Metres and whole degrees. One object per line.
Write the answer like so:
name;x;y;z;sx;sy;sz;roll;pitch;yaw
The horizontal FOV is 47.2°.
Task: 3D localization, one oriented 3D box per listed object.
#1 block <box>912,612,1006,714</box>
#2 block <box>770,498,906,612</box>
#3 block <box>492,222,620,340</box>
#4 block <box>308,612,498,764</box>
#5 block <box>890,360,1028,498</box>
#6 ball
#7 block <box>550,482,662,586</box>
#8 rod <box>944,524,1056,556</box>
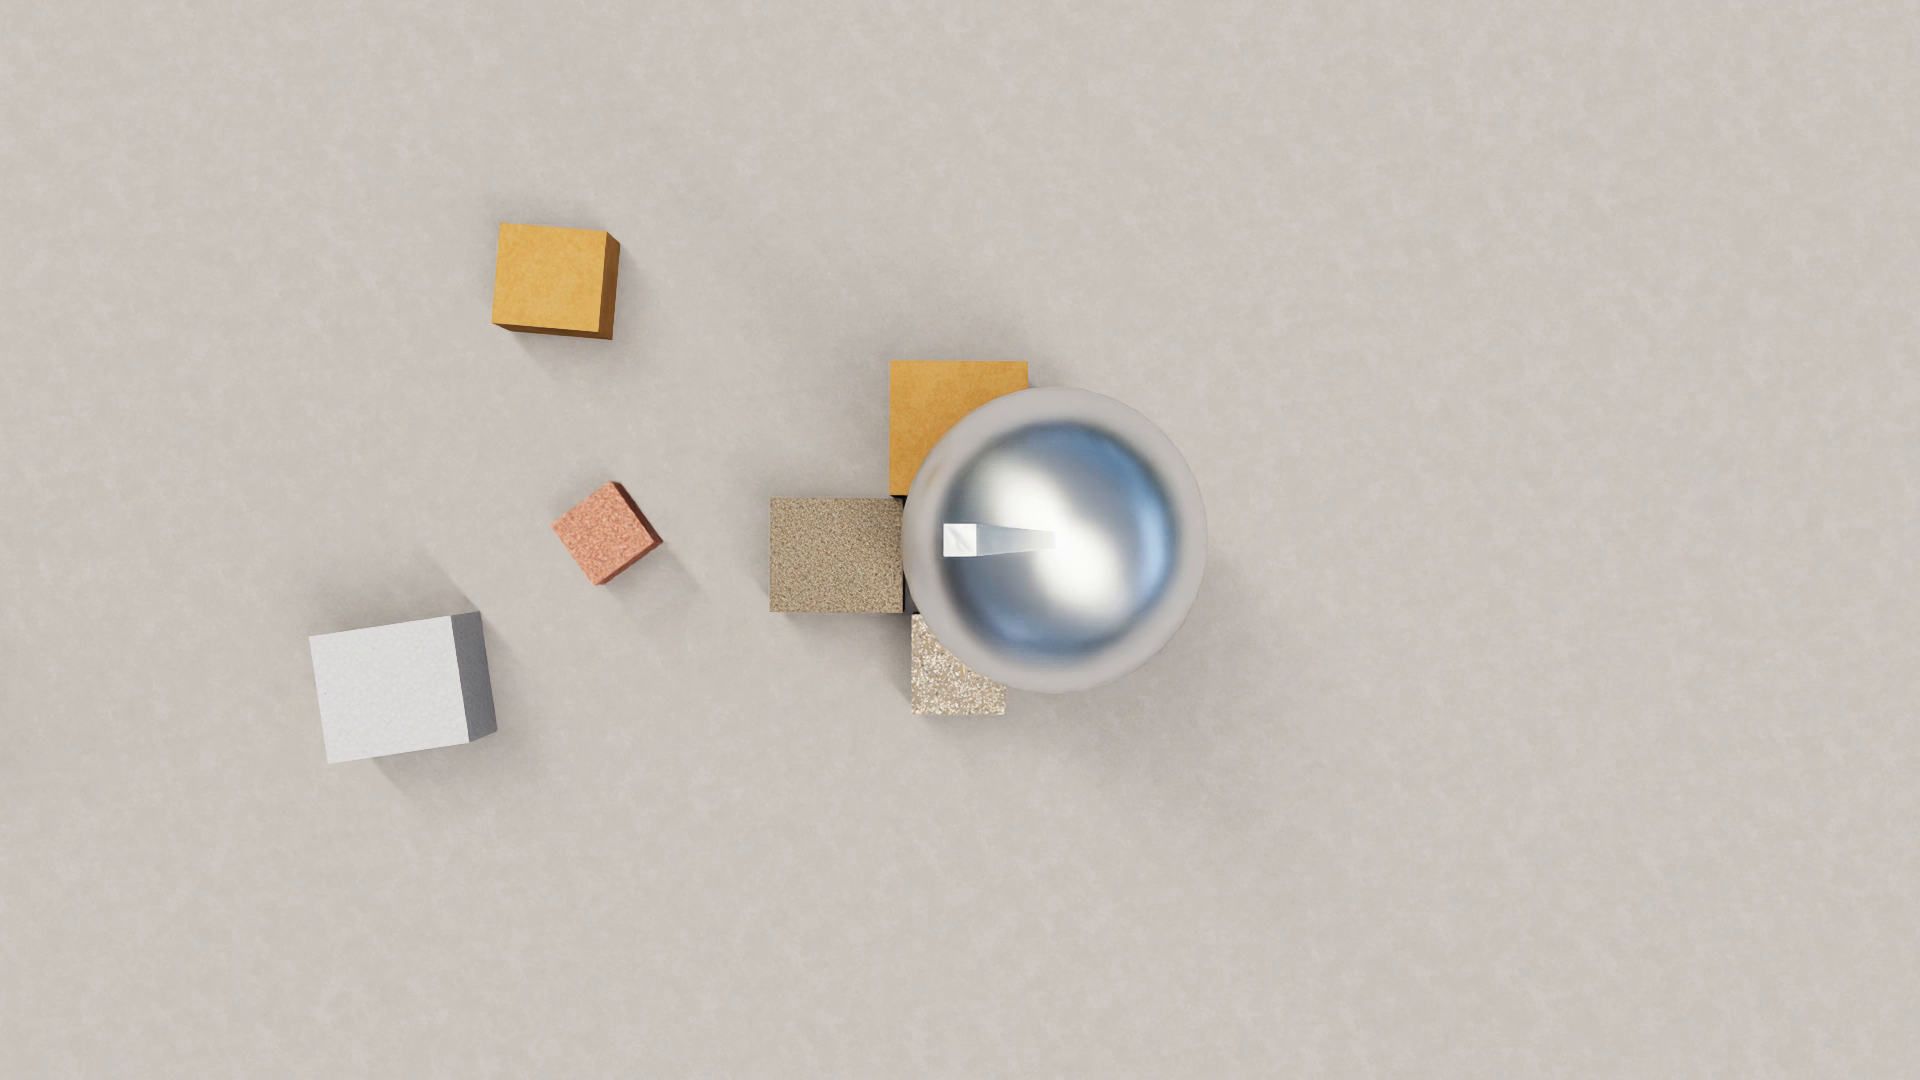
block;-0.007;0.705;12.725;0.533;0.550;0.565;0;90;0
block;-0.697;0.086;12.699;0.748;0.603;0.646;0;90;0
block;-2.335;-1.494;12.747;0.608;0.506;0.572;5;90;0
block;-3.178;0.833;12.621;0.796;0.757;0.716;-9;90;0
block;-0.008;-0.620;12.589;0.764;0.821;0.744;0;90;0
ball;0.487;0.000;11.426;1.600;1.600;1.600;0;90;0
block;-2.053;-0.037;12.805;0.431;0.390;0.432;-36;90;0
rod;0.211;0.000;8.037;0.080;5.200;0.080;0;90;5
